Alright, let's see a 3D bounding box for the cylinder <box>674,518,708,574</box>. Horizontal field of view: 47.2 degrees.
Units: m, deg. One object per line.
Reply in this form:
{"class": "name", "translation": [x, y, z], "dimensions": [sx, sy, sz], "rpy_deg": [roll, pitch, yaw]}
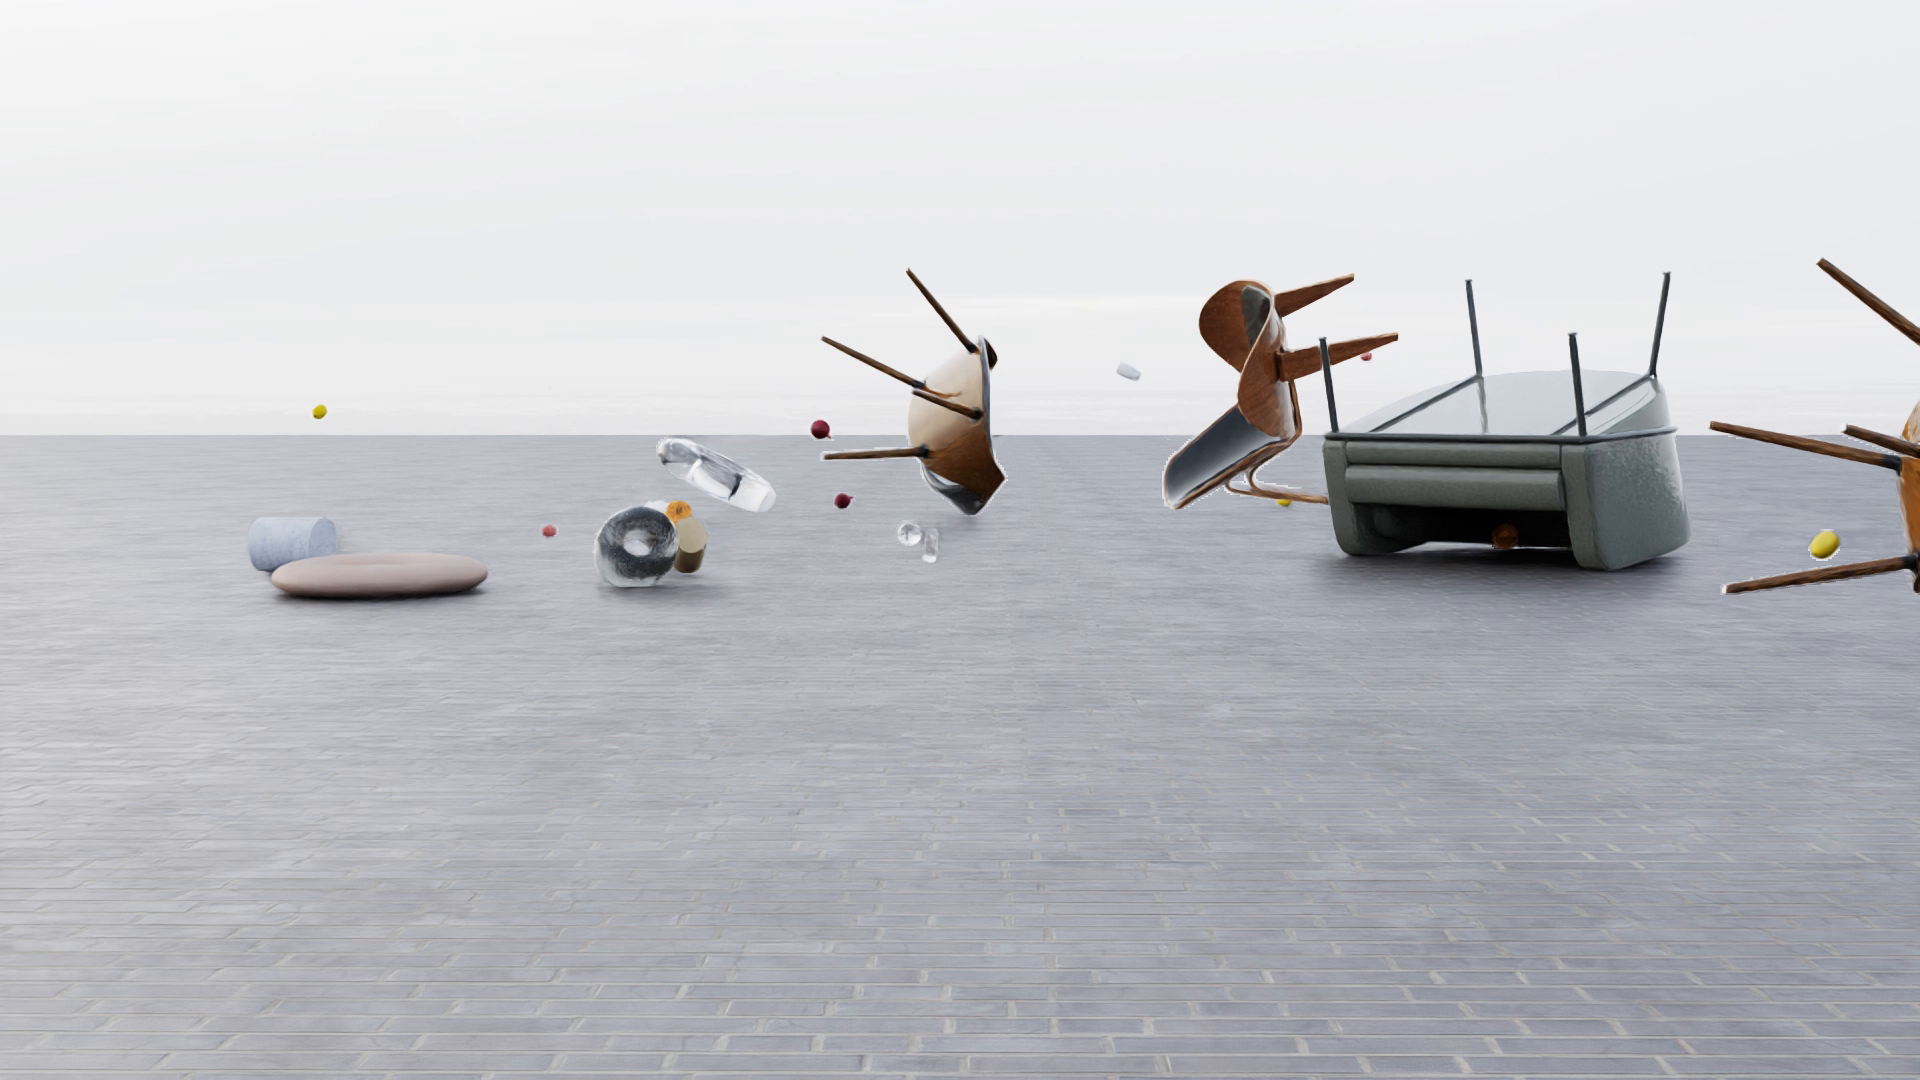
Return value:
{"class": "cylinder", "translation": [-0.656, 0.013, 5.305], "dimensions": [0.083, 0.096, 0.107], "rpy_deg": [-8, -26, -17]}

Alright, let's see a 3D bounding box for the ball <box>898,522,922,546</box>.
{"class": "ball", "translation": [-0.145, -0.016, 6.278], "dimensions": [0.069, 0.069, 0.069], "rpy_deg": [0, 4, 0]}

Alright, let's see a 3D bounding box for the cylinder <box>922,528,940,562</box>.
{"class": "cylinder", "translation": [-0.075, 0.013, 5.707], "dimensions": [0.034, 0.073, 0.058], "rpy_deg": [6, 24, -5]}

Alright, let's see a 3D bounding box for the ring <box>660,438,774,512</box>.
{"class": "ring", "translation": [-0.882, -0.235, 7.985], "dimensions": [0.468, 0.121, 0.294], "rpy_deg": [27, 7, -3]}

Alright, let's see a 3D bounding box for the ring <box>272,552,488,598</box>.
{"class": "ring", "translation": [-1.289, 0.078, 4.903], "dimensions": [0.441, 0.071, 0.514], "rpy_deg": [2, 5, 22]}

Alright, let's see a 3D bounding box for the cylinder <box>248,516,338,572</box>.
{"class": "cylinder", "translation": [-1.635, 0.011, 5.394], "dimensions": [0.166, 0.136, 0.136], "rpy_deg": [1, -26, 14]}

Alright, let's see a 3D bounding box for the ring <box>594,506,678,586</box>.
{"class": "ring", "translation": [-0.741, 0.018, 5.030], "dimensions": [0.212, 0.183, 0.105], "rpy_deg": [-47, -5, -38]}
